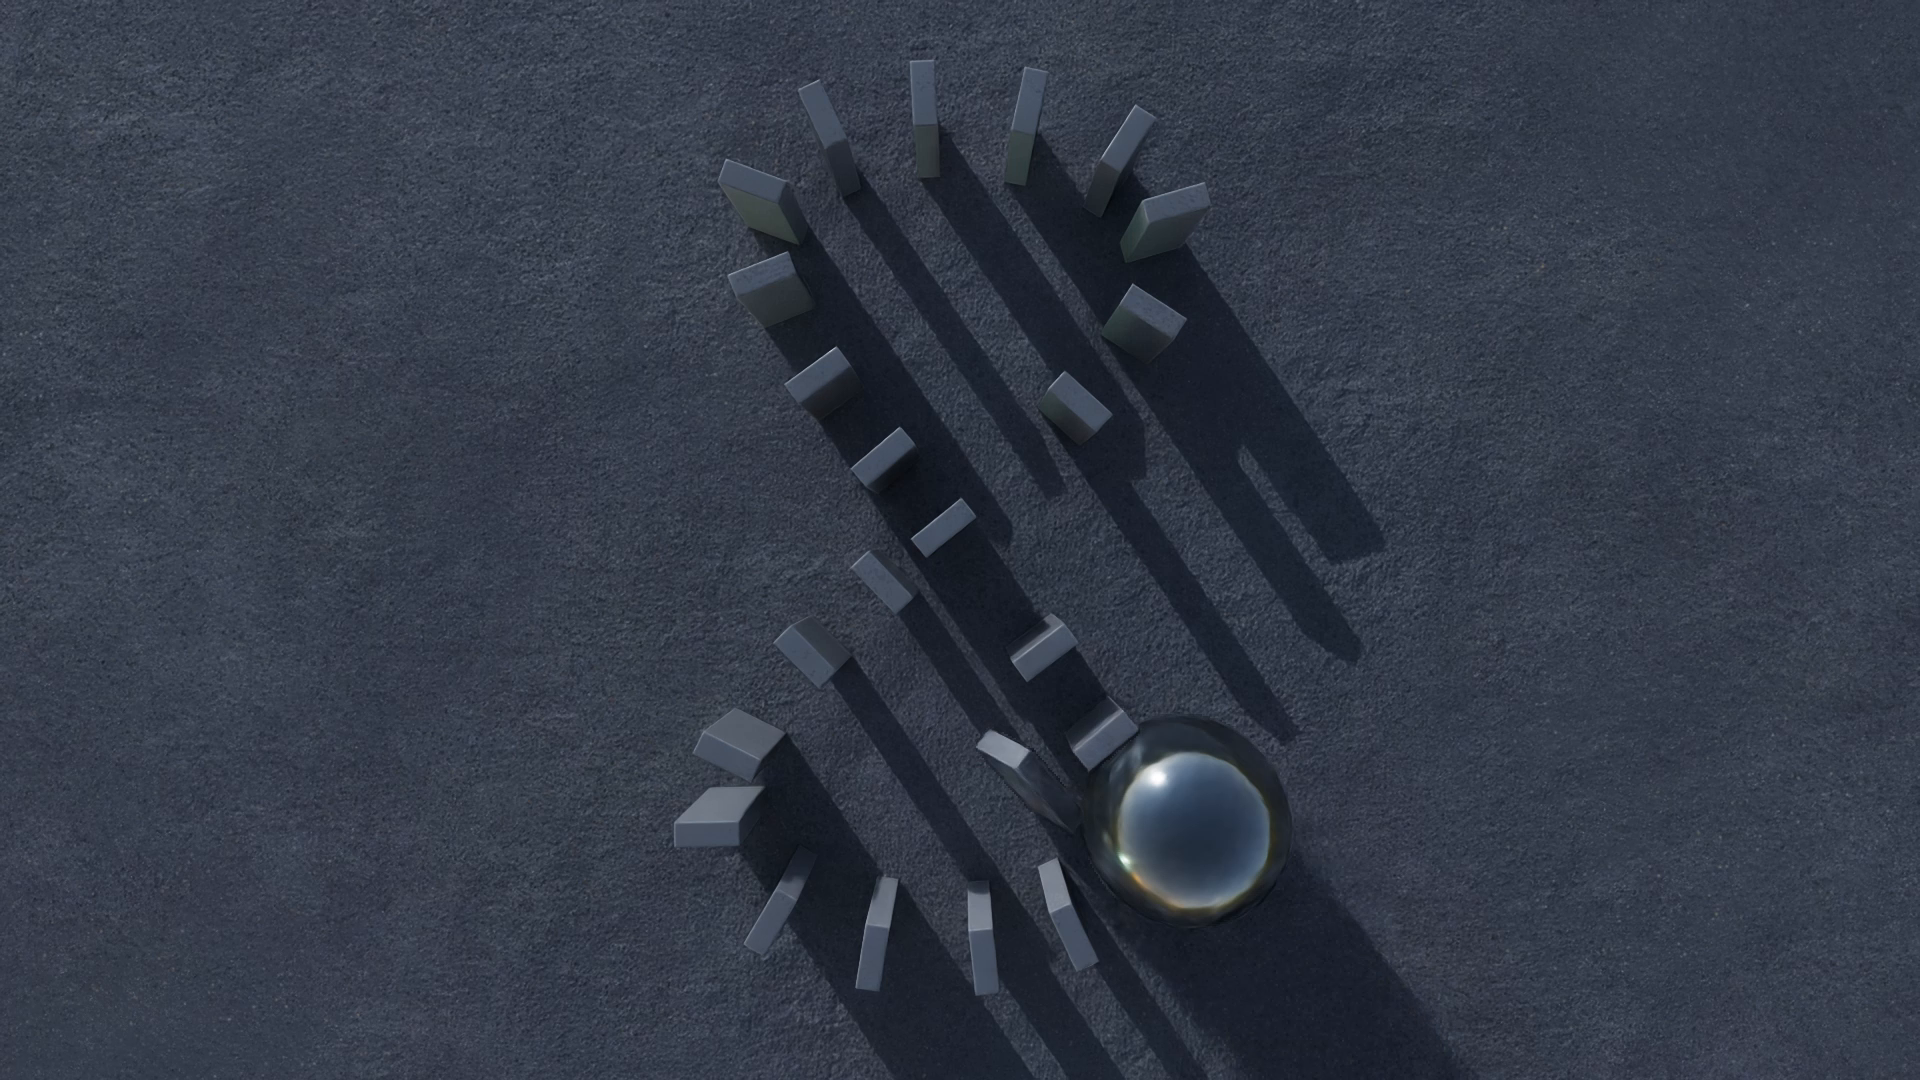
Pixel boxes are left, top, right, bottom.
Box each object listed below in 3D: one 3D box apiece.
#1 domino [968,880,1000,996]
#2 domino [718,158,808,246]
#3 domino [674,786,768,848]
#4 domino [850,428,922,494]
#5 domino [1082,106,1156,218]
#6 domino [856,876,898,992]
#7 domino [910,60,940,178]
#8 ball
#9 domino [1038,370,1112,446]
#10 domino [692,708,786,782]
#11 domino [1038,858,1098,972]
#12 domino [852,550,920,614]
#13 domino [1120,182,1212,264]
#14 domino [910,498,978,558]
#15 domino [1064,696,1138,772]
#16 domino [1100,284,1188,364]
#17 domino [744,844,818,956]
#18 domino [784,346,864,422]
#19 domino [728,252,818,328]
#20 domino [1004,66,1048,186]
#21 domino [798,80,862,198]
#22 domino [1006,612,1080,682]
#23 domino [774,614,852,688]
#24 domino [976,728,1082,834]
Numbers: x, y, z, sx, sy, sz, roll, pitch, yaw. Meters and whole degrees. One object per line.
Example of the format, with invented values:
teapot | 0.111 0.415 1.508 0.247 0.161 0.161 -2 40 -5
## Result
domino | 0.009 0.161 0.375 0.010 0.050 0.025 -6 90 0
domino | -0.079 -0.137 0.375 0.025 0.050 0.010 20 90 0
domino | -0.097 0.112 0.375 0.025 0.050 0.009 -1 90 0
domino | -0.029 -0.032 0.375 0.025 0.050 0.009 -40 90 0
domino | 0.064 -0.153 0.375 0.009 0.050 0.025 33 90 0
domino | -0.033 0.160 0.375 0.009 0.050 0.025 9 90 0
domino | -0.014 -0.171 0.375 0.009 0.050 0.025 -3 90 0
ball | 0.088 0.109 0.360 0.080 0.080 0.080 0 90 0
domino | 0.046 -0.053 0.375 0.025 0.050 0.010 42 90 0
domino | -0.089 0.083 0.375 0.025 0.050 0.009 26 90 0
domino | 0.044 0.152 0.375 0.009 0.050 0.025 -25 90 0
domino | -0.030 0.016 0.375 0.009 0.050 0.025 -44 90 0
domino | 0.083 -0.129 0.375 0.025 0.050 0.009 -16 90 0
domino | -0.006 -0.005 0.375 0.025 0.050 0.009 -39 90 0
domino | 0.057 0.078 0.375 0.025 0.050 0.010 -40 85 0
domino | 0.074 -0.087 0.375 0.025 0.050 0.009 33 90 0
domino | -0.072 0.146 0.375 0.009 0.050 0.025 30 90 0
domino | -0.054 -0.063 0.375 0.025 0.050 0.010 -36 90 0
domino | -0.076 -0.101 0.375 0.025 0.050 0.009 -21 90 0
domino | 0.027 -0.168 0.375 0.009 0.050 0.025 12 90 0
domino | -0.053 -0.163 0.375 0.009 0.050 0.025 -25 90 0
domino | 0.033 0.043 0.375 0.025 0.050 0.010 -37 90 0
domino | -0.059 0.045 0.375 0.025 0.050 0.010 45 90 0
domino | 0.029 0.099 0.375 0.010 0.025 0.050 -49 125 -18
